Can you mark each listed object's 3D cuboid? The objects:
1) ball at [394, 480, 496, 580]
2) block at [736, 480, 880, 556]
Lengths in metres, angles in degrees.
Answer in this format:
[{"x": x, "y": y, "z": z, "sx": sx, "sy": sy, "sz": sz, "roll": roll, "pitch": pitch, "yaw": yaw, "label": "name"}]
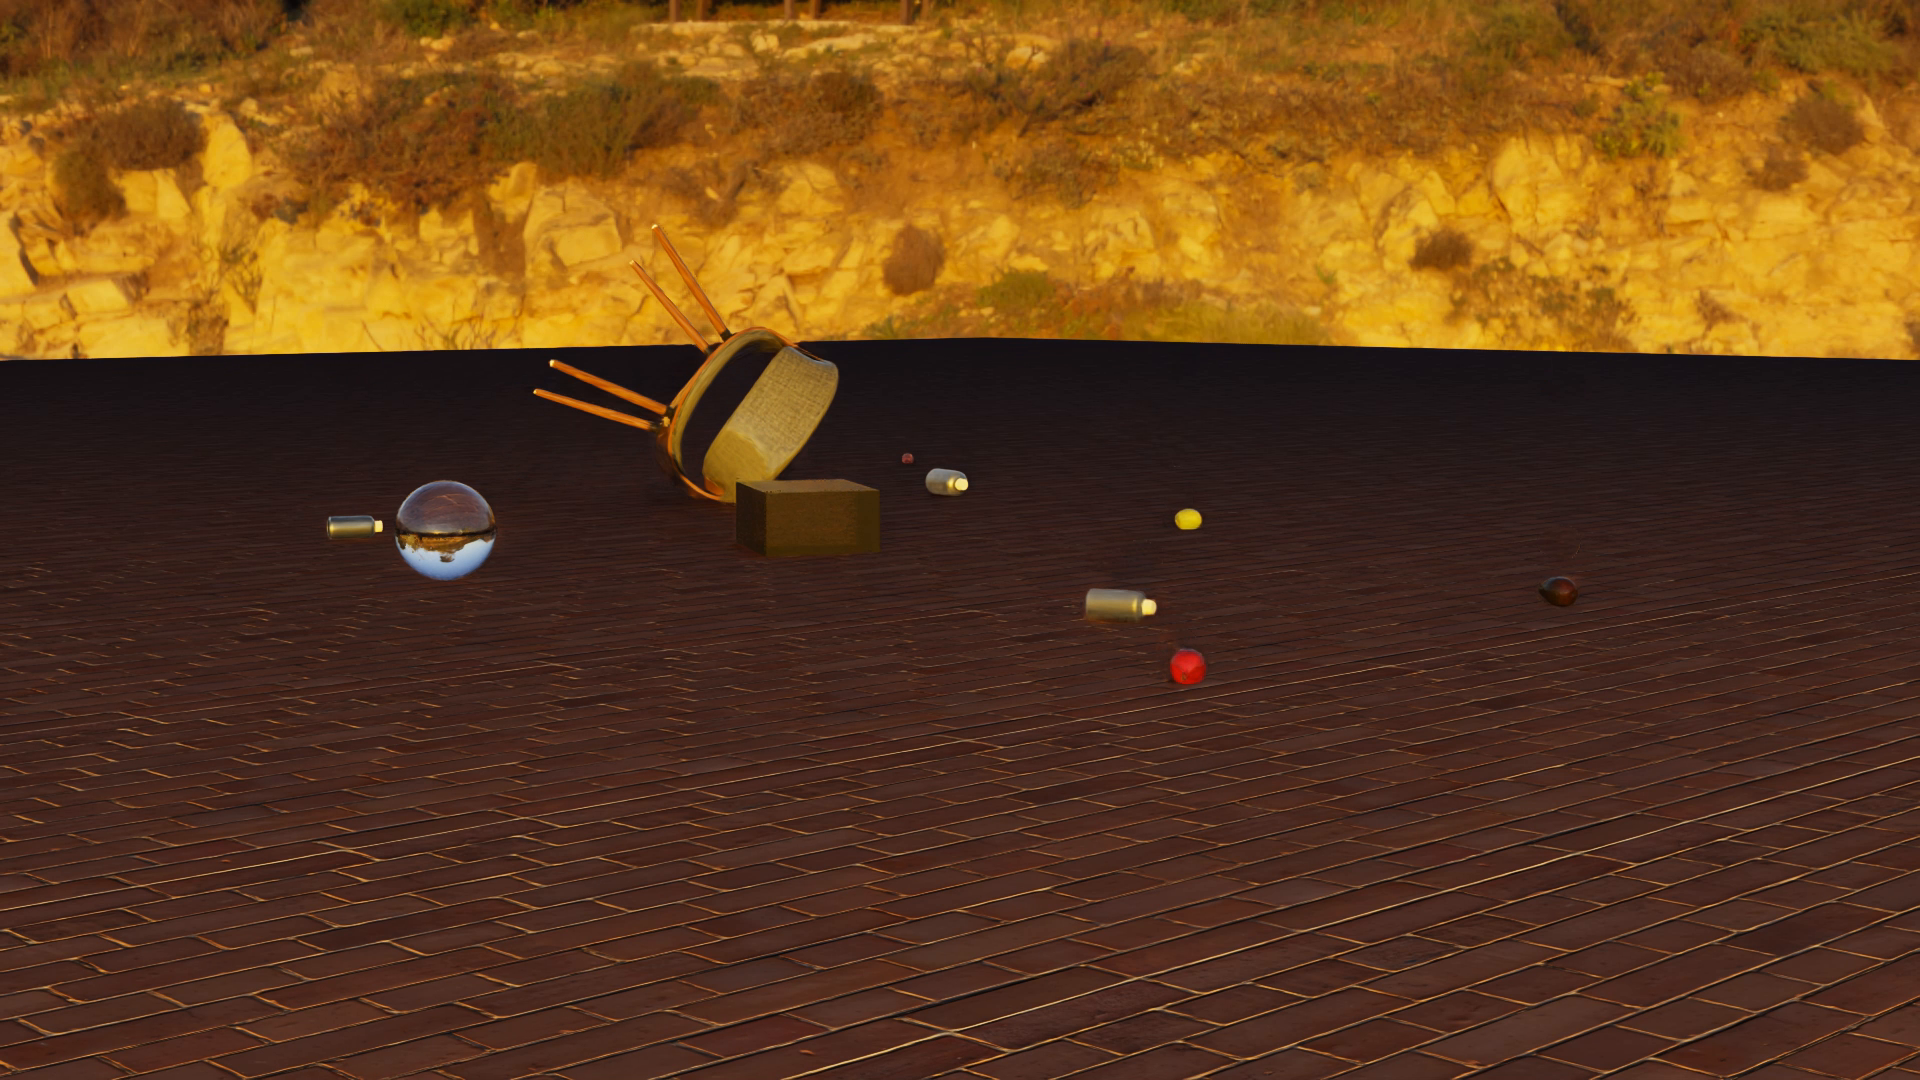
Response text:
[{"x": -1.114, "y": -0.020, "z": 5.553, "sx": 0.217, "sy": 0.217, "sz": 0.217, "roll": 0, "pitch": 6, "yaw": 0, "label": "ball"}, {"x": -0.373, "y": -0.056, "z": 6.226, "sx": 0.275, "sy": 0.150, "sz": 0.357, "roll": -2, "pitch": 6, "yaw": -16, "label": "block"}]
